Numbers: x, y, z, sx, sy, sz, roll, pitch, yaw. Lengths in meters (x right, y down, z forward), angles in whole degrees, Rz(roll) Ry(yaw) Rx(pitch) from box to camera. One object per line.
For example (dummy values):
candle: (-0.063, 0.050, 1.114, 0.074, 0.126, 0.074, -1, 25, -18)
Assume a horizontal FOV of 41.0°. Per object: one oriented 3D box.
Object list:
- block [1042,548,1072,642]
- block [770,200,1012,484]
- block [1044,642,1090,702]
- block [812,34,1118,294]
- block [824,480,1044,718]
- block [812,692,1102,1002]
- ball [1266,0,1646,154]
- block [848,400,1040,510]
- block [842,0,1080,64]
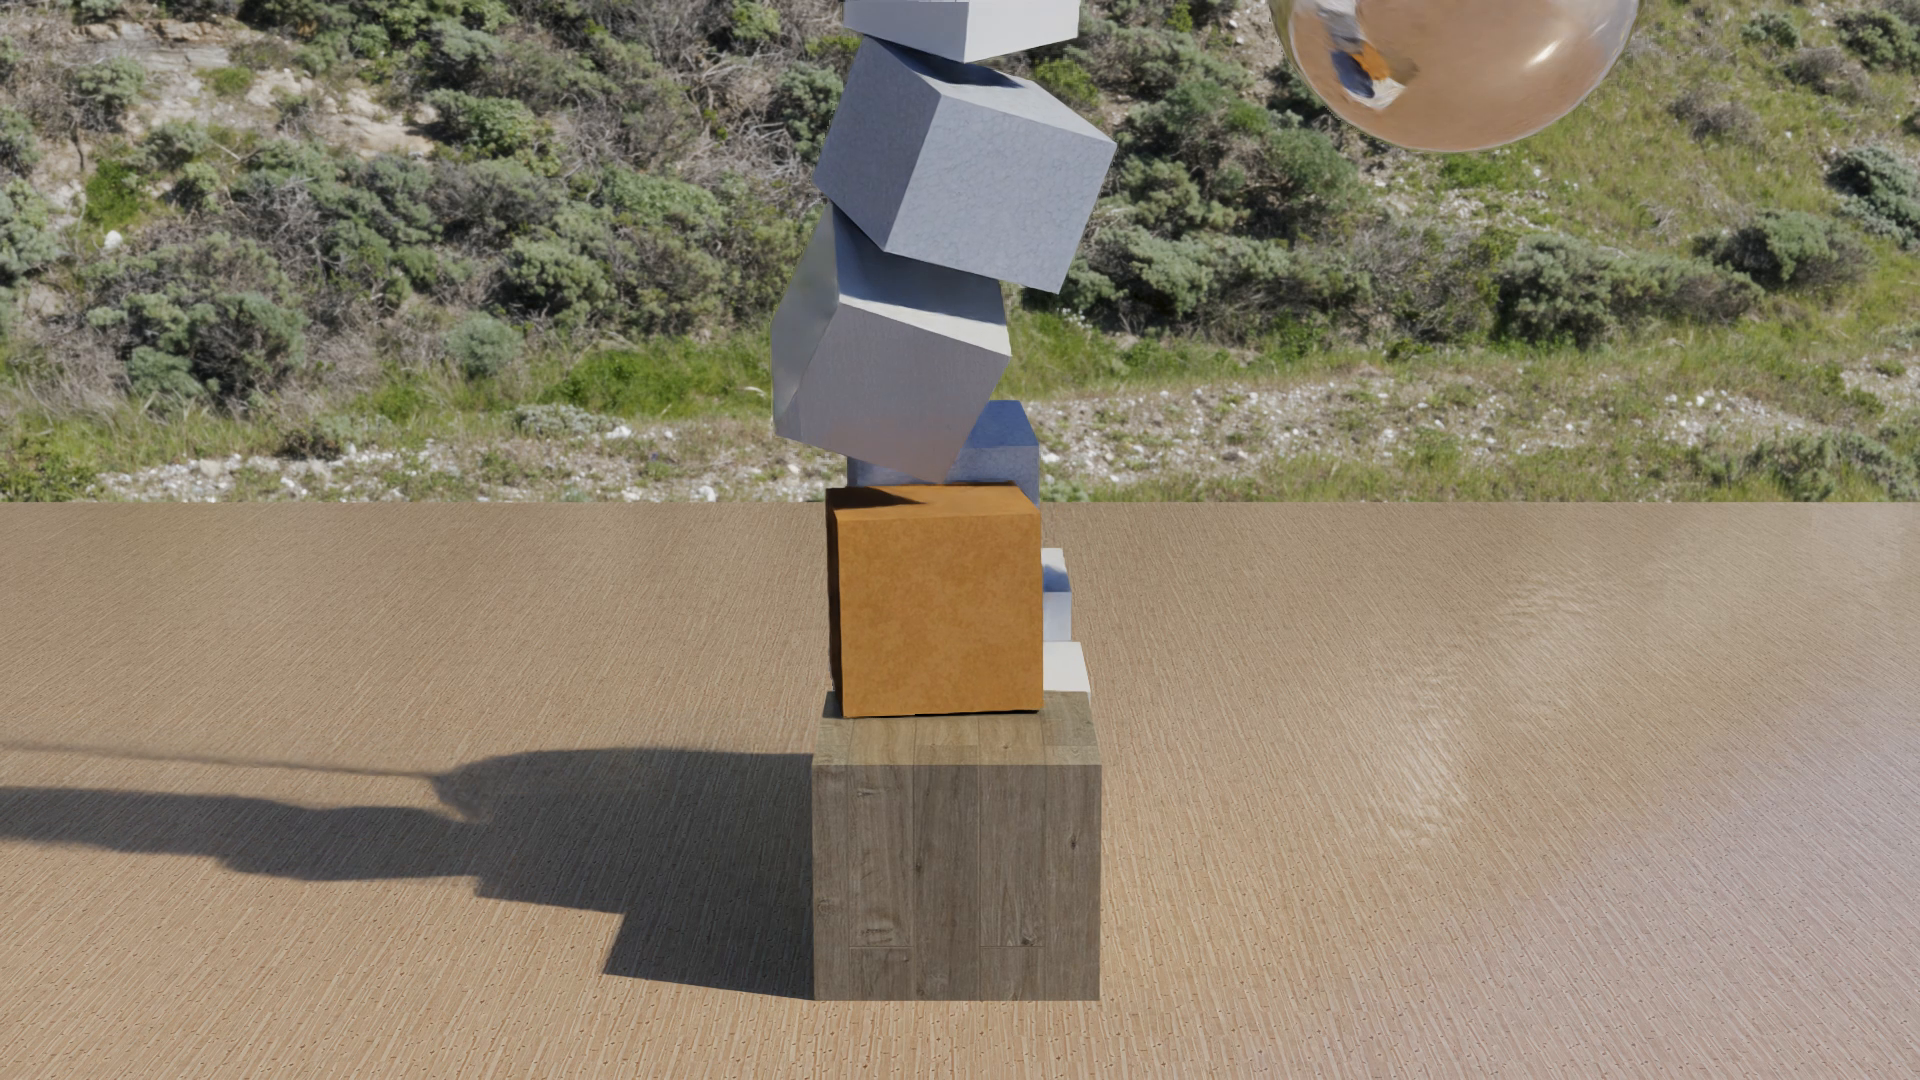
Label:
block: (0.002, 0.711, 12.411, 1.018, 1.160, 1.107, 0, 10, 0)
block: (-0.302, -0.824, 10.562, 0.739, 0.692, 0.771, 16, 36, -19)
block: (0.014, 1.013, 11.399, 1.078, 0.929, 0.967, 0, 10, 0)
block: (0.005, -1.519, 10.331, 0.813, 0.649, 0.808, 10, 22, -30)
block: (-0.120, 0.231, 10.760, 0.819, 0.807, 0.873, -2, 10, -6)
block: (-0.012, 1.203, 10.335, 1.095, 0.936, 1.175, 0, 10, 0)
ball: (2.074, -2.427, 10.739, 1.600, 1.600, 1.600, 0, 10, 0)
block: (-0.086, -0.127, 11.571, 0.797, 0.818, 0.733, -2, 19, -5)
block: (0.033, -2.381, 10.188, 0.636, 0.740, 0.718, 24, 31, 33)
